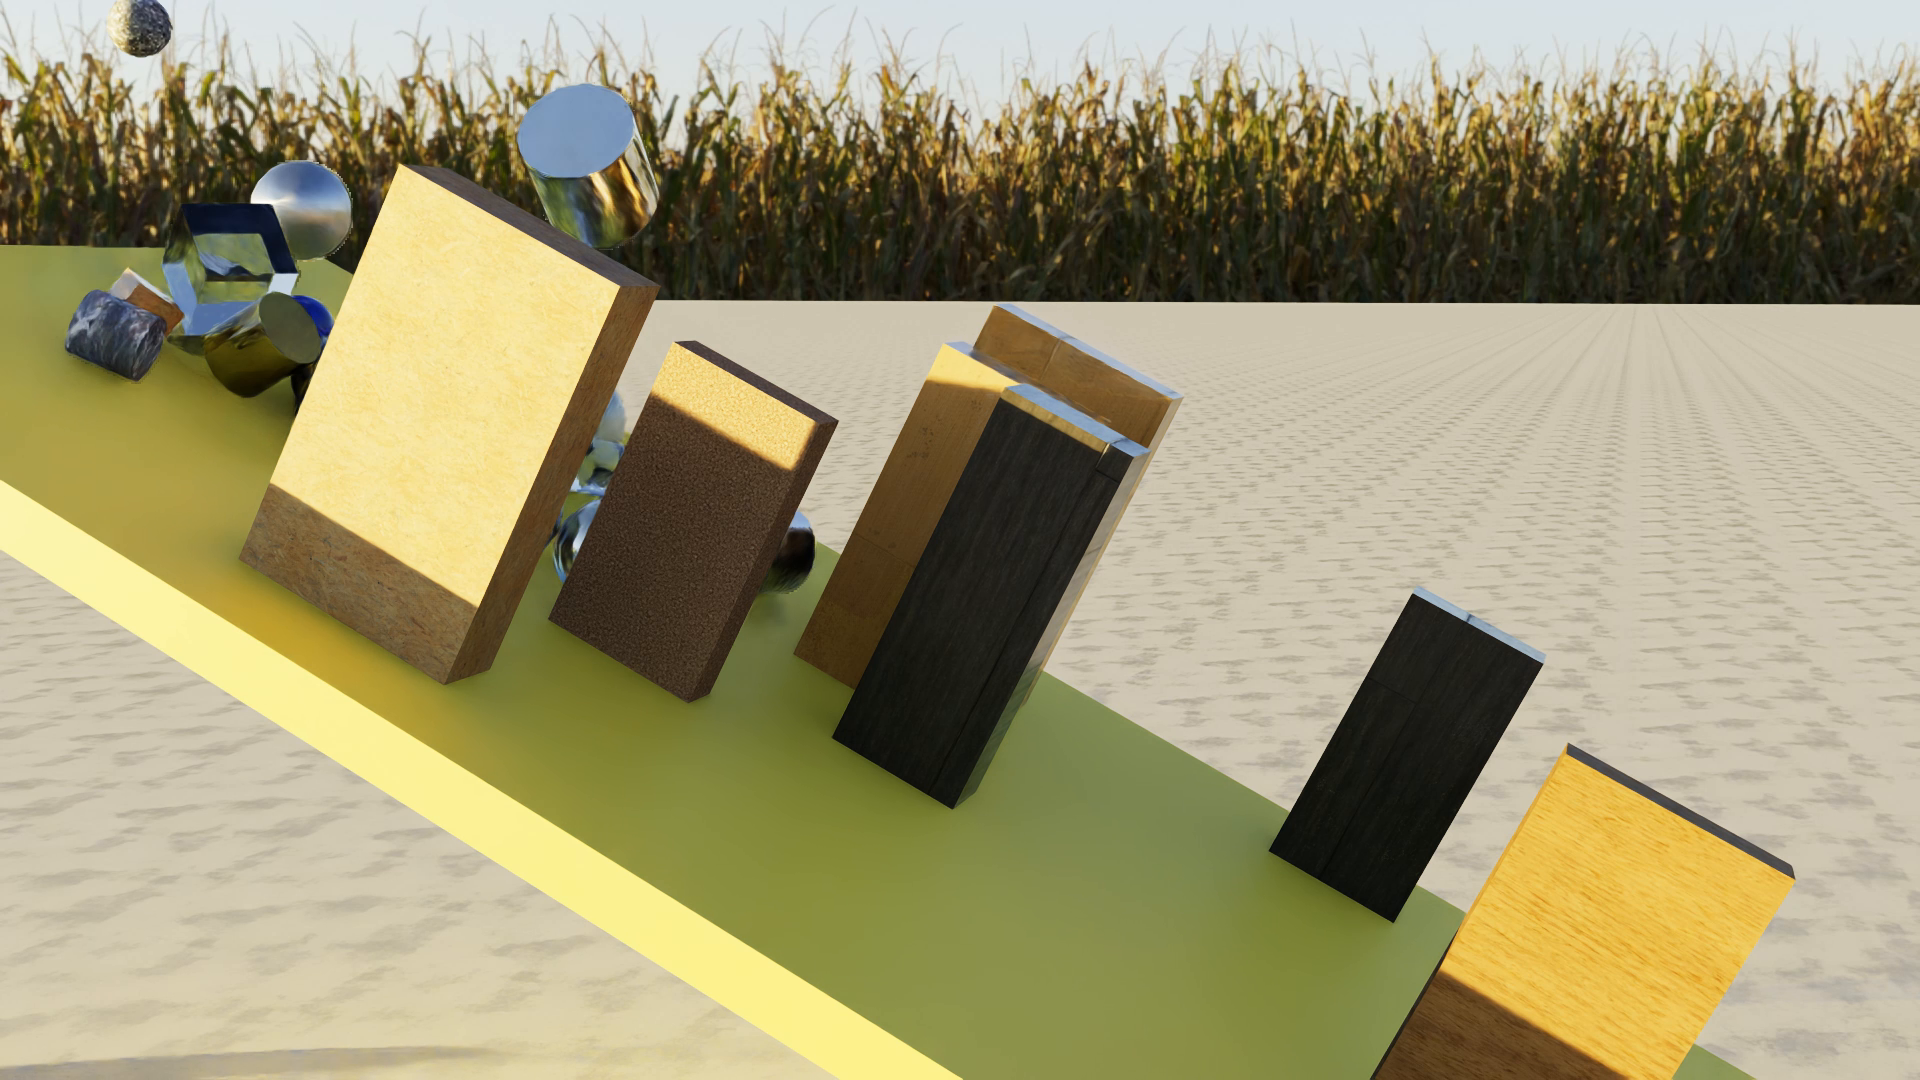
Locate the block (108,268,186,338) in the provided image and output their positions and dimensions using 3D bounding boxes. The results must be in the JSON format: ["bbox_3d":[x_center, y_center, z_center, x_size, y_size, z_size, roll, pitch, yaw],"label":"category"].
[{"bbox_3d":[-1.581,-0.439,4.233,0.105,0.105,0.105,42,-4,-39],"label":"block"}]

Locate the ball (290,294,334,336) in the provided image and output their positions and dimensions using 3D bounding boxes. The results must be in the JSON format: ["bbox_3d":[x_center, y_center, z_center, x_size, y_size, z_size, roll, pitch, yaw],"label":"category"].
[{"bbox_3d":[-1.385,-0.443,4.614,0.143,0.143,0.143,0,7,0],"label":"ball"}]

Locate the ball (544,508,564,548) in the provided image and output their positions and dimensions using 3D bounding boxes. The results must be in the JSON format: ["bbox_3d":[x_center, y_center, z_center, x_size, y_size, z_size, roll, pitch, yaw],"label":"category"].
[{"bbox_3d":[-0.836,-0.058,4.078,0.197,0.197,0.197,0,7,0],"label":"ball"}]

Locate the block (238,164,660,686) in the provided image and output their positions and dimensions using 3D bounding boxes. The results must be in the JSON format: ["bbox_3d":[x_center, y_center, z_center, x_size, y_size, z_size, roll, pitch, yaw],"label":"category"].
[{"bbox_3d":[-0.821,-0.184,3.514,0.415,0.705,0.146,29,14,12],"label":"block"}]

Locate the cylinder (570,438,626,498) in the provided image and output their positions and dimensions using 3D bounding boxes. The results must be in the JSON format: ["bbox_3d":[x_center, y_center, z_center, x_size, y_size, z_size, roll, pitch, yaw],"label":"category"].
[{"bbox_3d":[-0.736,-0.147,4.466,0.115,0.115,0.115,6,-4,40],"label":"cylinder"}]

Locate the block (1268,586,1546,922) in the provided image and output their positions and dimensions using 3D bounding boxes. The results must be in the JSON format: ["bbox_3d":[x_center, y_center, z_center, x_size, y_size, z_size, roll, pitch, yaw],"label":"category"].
[{"bbox_3d":[0.924,0.443,4.558,0.294,0.626,0.115,29,14,12],"label":"block"}]

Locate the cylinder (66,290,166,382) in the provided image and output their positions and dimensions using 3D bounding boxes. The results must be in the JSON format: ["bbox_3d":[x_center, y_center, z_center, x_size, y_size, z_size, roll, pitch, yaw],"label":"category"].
[{"bbox_3d":[-1.552,-0.377,4.046,0.128,0.128,0.128,24,6,-4],"label":"cylinder"}]

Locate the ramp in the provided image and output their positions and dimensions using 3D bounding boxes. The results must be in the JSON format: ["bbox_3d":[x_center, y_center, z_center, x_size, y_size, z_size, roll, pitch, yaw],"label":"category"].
[{"bbox_3d":[-0.236,0.394,4.155,4.000,0.100,2.000,29,14,12],"label":"ramp"}]

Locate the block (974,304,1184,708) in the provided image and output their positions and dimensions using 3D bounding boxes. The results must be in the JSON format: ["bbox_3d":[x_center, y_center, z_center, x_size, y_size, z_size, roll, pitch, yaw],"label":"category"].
[{"bbox_3d":[0.107,-0.067,4.671,0.425,0.754,0.119,29,14,12],"label":"block"}]

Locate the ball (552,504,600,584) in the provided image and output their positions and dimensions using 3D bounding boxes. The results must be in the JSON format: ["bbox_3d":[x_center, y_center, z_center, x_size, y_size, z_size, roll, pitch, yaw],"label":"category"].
[{"bbox_3d":[-0.664,0.026,4.110,0.191,0.191,0.191,0,7,0],"label":"ball"}]

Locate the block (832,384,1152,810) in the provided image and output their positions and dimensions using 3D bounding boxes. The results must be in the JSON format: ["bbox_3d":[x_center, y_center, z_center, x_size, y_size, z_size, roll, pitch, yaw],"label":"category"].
[{"bbox_3d":[0.054,0.102,4.007,0.262,0.730,0.146,29,14,12],"label":"block"}]

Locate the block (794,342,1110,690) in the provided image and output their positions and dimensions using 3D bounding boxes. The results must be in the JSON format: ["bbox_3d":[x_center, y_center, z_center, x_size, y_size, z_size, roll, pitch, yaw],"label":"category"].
[{"bbox_3d":[-0.020,-0.002,4.325,0.336,0.695,0.131,29,14,12],"label":"block"}]

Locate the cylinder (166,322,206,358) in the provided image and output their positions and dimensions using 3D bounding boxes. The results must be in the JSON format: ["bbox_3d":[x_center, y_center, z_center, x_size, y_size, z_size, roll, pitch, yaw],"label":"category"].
[{"bbox_3d":[-1.518,-0.440,4.419,0.115,0.115,0.115,25,15,-7],"label":"cylinder"}]

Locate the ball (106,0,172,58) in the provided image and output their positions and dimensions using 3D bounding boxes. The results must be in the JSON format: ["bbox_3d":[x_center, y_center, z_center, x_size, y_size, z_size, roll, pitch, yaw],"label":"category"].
[{"bbox_3d":[-1.665,-1.043,4.462,0.124,0.124,0.124,0,7,0],"label":"ball"}]

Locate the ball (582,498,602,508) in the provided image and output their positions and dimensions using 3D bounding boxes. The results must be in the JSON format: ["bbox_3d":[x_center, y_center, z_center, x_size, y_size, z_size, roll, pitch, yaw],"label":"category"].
[{"bbox_3d":[-0.715,-0.030,4.398,0.107,0.107,0.107,0,7,0],"label":"ball"}]

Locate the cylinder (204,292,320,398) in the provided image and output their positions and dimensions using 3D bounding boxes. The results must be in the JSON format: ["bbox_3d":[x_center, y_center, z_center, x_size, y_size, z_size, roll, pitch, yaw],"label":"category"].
[{"bbox_3d":[-1.351,-0.378,4.258,0.153,0.153,0.153,-26,-4,24],"label":"cylinder"}]

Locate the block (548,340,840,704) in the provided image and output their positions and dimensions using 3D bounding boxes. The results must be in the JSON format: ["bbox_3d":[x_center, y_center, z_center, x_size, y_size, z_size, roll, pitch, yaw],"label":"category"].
[{"bbox_3d":[-0.475,-0.033,3.895,0.304,0.560,0.096,29,14,12],"label":"block"}]

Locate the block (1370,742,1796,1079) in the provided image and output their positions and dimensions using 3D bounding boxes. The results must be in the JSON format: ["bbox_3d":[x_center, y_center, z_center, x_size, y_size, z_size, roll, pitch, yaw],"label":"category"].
[{"bbox_3d":[0.911,0.714,3.350,0.366,0.721,0.086,29,14,12],"label":"block"}]

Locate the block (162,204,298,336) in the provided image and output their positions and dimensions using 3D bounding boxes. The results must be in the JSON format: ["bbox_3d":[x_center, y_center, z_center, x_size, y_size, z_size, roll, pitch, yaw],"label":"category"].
[{"bbox_3d":[-1.431,-0.531,4.306,0.179,0.179,0.179,-7,-30,-38],"label":"block"}]

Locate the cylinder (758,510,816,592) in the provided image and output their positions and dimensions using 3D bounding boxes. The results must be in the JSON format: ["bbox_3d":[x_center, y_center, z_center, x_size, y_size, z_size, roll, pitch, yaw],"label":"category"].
[{"bbox_3d":[-0.432,0.016,4.559,0.189,0.189,0.189,5,2,33],"label":"cylinder"}]

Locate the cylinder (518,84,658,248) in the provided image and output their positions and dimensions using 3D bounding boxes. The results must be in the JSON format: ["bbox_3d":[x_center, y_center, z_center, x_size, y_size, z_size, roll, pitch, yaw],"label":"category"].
[{"bbox_3d":[-0.647,-0.651,3.840,0.202,0.202,0.202,1,-28,6],"label":"cylinder"}]

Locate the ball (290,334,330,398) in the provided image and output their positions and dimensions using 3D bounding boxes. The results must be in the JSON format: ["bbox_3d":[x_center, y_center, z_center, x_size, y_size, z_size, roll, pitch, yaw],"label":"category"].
[{"bbox_3d":[-1.238,-0.321,4.367,0.176,0.176,0.176,0,7,0],"label":"ball"}]

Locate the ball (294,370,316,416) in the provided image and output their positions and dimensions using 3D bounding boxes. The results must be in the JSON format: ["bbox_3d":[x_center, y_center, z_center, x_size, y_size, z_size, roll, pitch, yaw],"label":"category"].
[{"bbox_3d":[-1.167,-0.246,4.189,0.192,0.192,0.192,0,7,0],"label":"ball"}]

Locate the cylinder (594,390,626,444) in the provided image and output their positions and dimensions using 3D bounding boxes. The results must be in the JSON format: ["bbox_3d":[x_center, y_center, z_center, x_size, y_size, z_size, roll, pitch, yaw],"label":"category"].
[{"bbox_3d":[-0.864,-0.256,4.734,0.207,0.207,0.207,3,4,25],"label":"cylinder"}]

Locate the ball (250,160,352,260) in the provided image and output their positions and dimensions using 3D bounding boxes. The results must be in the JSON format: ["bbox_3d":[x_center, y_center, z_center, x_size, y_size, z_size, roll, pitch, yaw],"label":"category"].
[{"bbox_3d":[-1.406,-0.703,4.690,0.209,0.209,0.209,0,7,0],"label":"ball"}]
